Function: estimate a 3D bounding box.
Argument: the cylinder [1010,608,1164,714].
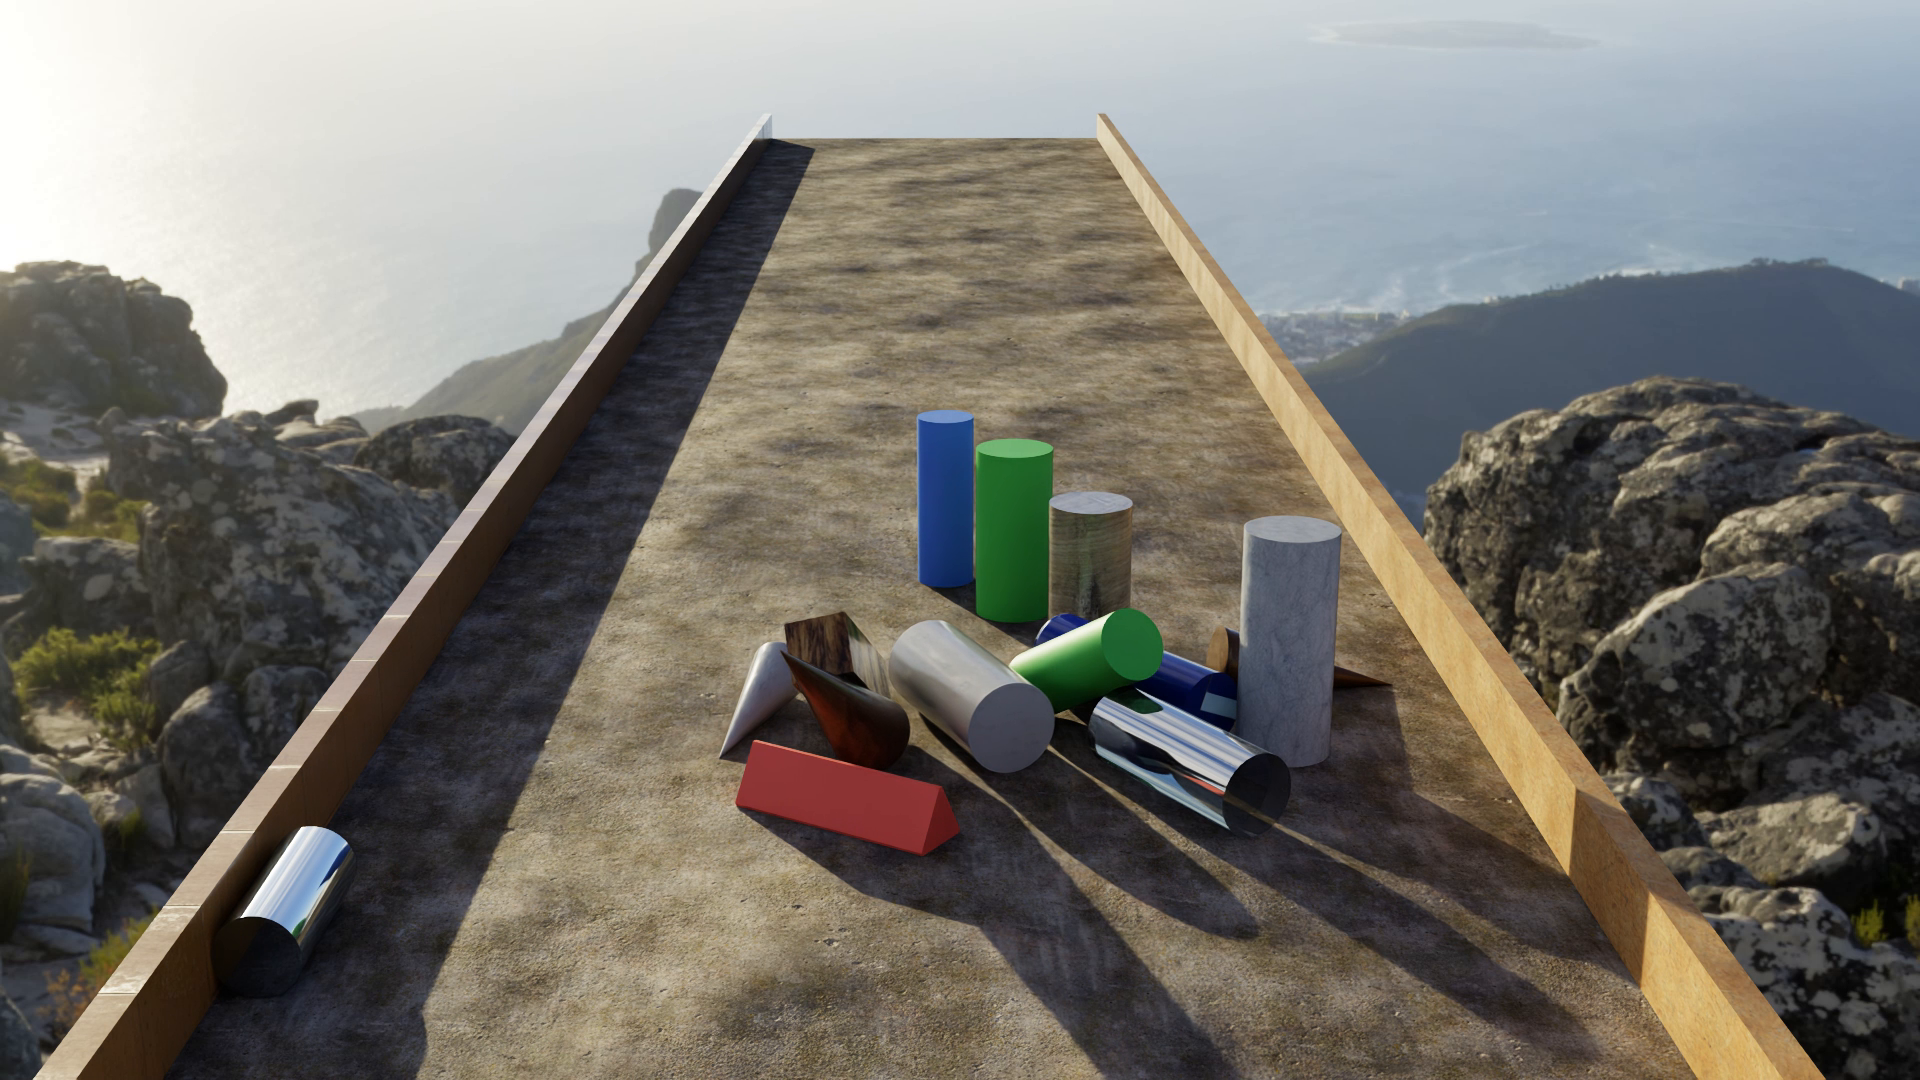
[{"bbox_3d":[0.222,0.227,3.980,0.130,0.130,0.328,-11,-10,-32],"label":"cylinder"}]

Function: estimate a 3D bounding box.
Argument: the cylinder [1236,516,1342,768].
[{"bbox_3d":[0.580,0.179,3.900,0.169,0.413,0.169,0,17,0],"label":"cylinder"}]

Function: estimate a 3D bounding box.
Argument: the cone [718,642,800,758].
[{"bbox_3d":[-0.385,0.318,4.054,0.118,0.118,0.330,5,27,16],"label":"cone"}]

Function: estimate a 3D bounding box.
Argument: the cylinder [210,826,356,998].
[{"bbox_3d":[-0.979,0.537,3.200,0.127,0.127,0.302,0,17,-1],"label":"cylinder"}]

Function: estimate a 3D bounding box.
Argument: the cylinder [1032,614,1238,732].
[{"bbox_3d":[0.322,0.259,4.105,0.144,0.144,0.421,-12,21,-36],"label":"cylinder"}]

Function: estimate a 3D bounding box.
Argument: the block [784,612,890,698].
[{"bbox_3d":[-0.213,0.234,3.917,0.108,0.108,0.338,-12,-19,6],"label":"block"}]

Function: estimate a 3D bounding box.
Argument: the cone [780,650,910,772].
[{"bbox_3d":[-0.223,0.260,3.709,0.146,0.146,0.394,8,-22,26],"label":"cone"}]

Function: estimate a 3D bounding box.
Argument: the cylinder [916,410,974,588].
[{"bbox_3d":[-0.032,-0.092,4.879,0.124,0.374,0.124,0,17,0],"label":"cylinder"}]

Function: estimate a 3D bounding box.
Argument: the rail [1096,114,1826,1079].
[{"bbox_3d":[0.932,-0.844,7.801,0.050,0.150,12.000,0,17,-1],"label":"rail"}]

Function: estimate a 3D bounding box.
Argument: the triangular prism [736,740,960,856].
[{"bbox_3d":[-0.190,0.415,3.649,0.377,0.098,0.113,10,19,31],"label":"triangular prism"}]

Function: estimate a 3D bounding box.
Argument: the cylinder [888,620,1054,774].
[{"bbox_3d":[0.016,0.279,3.996,0.167,0.167,0.373,-7,18,-22],"label":"cylinder"}]

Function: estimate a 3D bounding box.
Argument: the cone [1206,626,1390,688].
[{"bbox_3d":[0.668,0.256,4.248,0.360,0.135,0.135,8,15,-10],"label":"cone"}]

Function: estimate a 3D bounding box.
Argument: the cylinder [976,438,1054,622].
[{"bbox_3d":[0.115,-0.021,4.666,0.162,0.359,0.162,0,17,0],"label":"cylinder"}]

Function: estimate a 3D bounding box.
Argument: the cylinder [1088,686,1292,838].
[{"bbox_3d":[0.383,0.371,3.726,0.145,0.145,0.370,-10,20,-31],"label":"cylinder"}]

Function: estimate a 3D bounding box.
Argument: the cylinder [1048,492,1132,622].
[{"bbox_3d":[0.259,0.079,4.397,0.166,0.321,0.166,0,17,0],"label":"cylinder"}]

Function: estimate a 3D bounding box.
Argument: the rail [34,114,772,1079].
[{"bbox_3d":[-1.118,-0.838,7.780,0.050,0.150,12.000,0,17,-1],"label":"rail"}]
